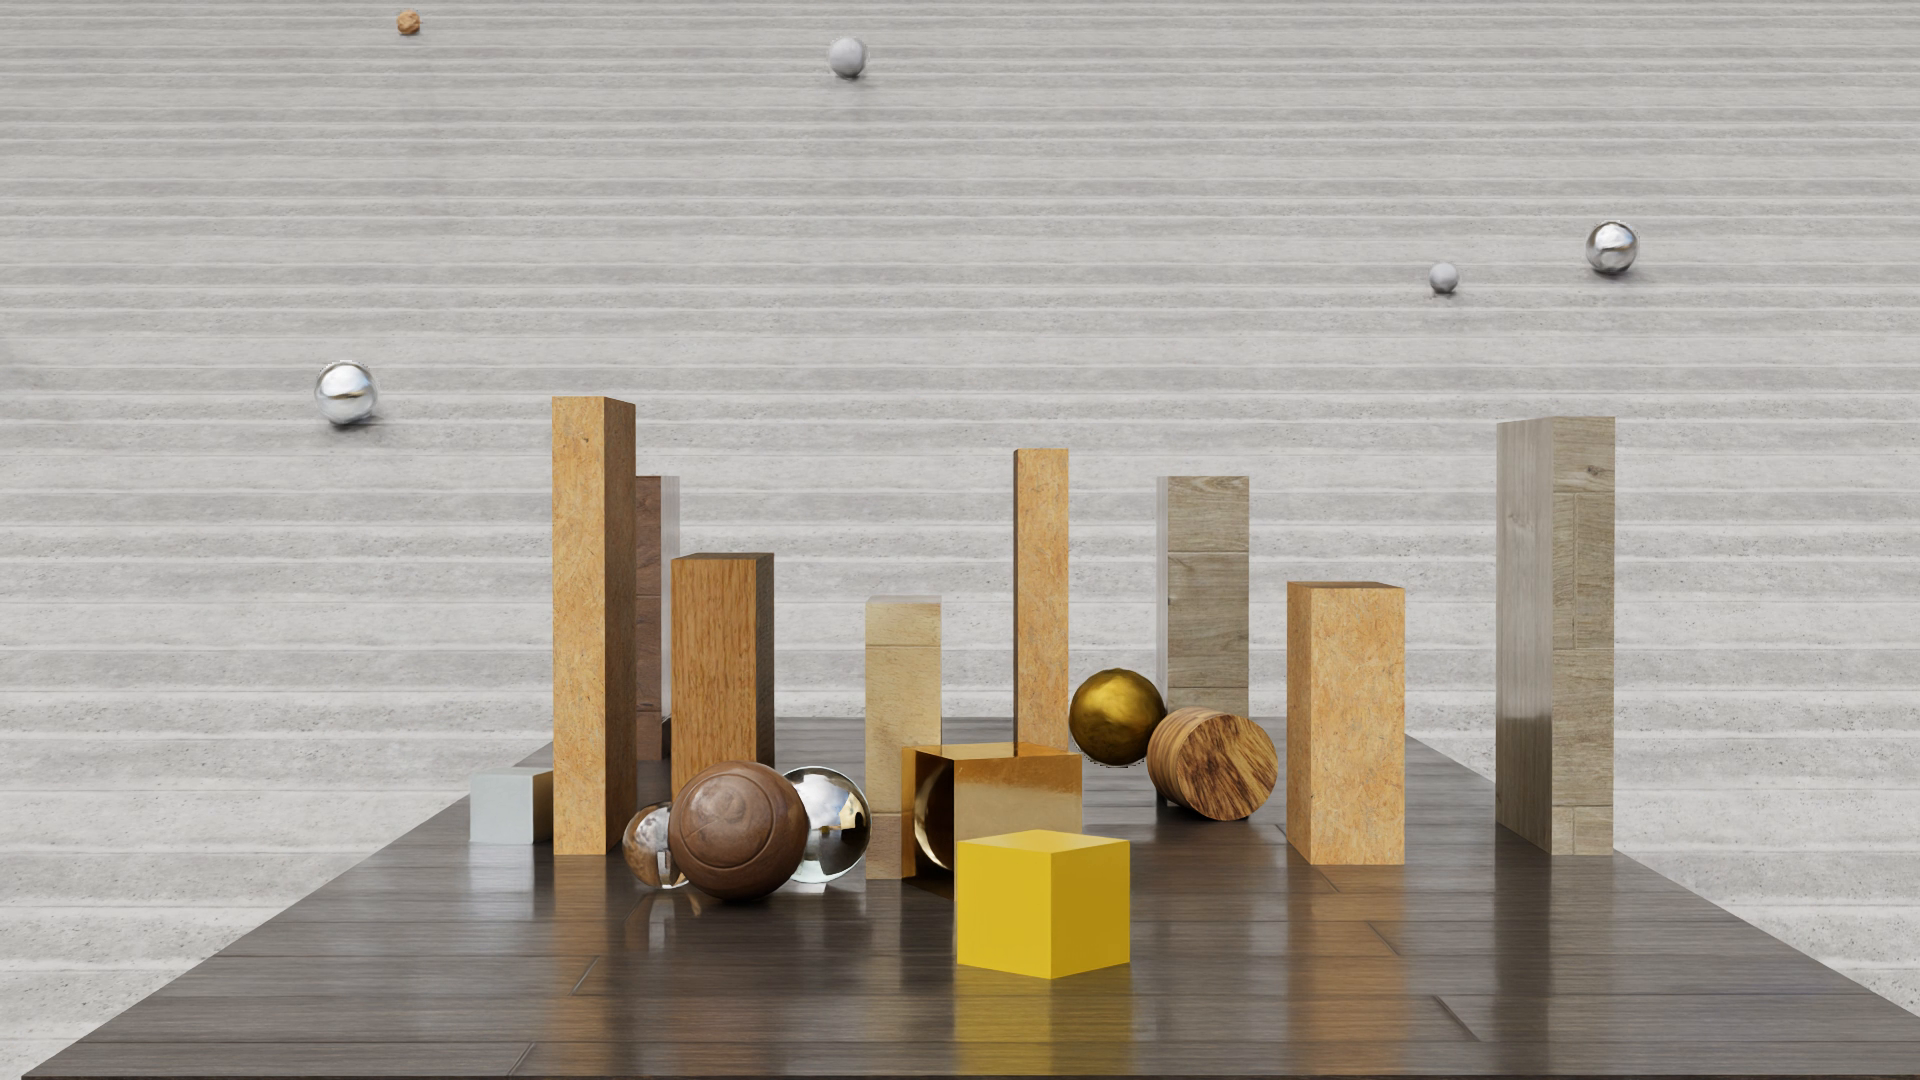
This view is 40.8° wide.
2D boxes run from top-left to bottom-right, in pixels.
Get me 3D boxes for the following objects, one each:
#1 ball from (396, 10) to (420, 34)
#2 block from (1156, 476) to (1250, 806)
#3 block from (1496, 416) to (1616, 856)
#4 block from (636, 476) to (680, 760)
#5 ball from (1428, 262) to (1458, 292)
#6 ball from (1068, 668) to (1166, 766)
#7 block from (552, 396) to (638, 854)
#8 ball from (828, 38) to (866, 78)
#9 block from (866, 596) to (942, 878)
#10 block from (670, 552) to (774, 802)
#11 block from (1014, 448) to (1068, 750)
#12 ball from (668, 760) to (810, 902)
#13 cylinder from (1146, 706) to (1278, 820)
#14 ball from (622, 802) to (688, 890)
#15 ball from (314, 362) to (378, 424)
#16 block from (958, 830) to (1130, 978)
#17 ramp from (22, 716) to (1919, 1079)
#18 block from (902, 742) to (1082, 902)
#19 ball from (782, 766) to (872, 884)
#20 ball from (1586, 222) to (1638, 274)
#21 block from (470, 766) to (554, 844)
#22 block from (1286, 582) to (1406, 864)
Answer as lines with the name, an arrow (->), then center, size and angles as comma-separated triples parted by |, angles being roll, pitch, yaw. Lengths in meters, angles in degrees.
ball -> -2.699, -2.532, 12.629 | 0.117, 0.117, 0.117 | 0, 27, 0
block -> 0.455, 0.183, 4.866 | 0.149, 0.606, 0.270 | 0, 1, 0
block -> 0.991, 0.148, 4.318 | 0.098, 0.698, 0.431 | 0, 1, 0
block -> -0.699, 0.163, 5.719 | 0.117, 0.611, 0.374 | 0, 1, 0
ball -> 1.779, -0.965, 9.494 | 0.111, 0.111, 0.111 | 0, 27, 0
ball -> 0.291, 0.327, 4.775 | 0.180, 0.180, 0.180 | 0, 27, 0
block -> -0.608, 0.133, 4.318 | 0.083, 0.731, 0.407 | 0, 1, 0
ball -> -0.522, -2.237, 11.966 | 0.180, 0.180, 0.180 | 0, 27, 0
block -> -0.085, 0.298, 4.006 | 0.113, 0.413, 0.290 | 0, 1, 0
block -> -0.366, 0.265, 4.026 | 0.126, 0.480, 0.386 | 0, 1, 0
block -> 0.154, 0.155, 4.982 | 0.094, 0.657, 0.401 | 0, 1, 0
ball -> -0.314, 0.412, 3.662 | 0.200, 0.200, 0.200 | 0, 27, 0
cylinder -> 0.450, 0.398, 4.624 | 0.186, 0.186, 0.186 | -6, 3, -12
ball -> -0.430, 0.446, 3.773 | 0.127, 0.127, 0.127 | 0, 27, 0
ball -> -2.000, -0.477, 8.412 | 0.203, 0.203, 0.203 | 0, 27, 0
block -> 0.103, 0.446, 3.185 | 0.151, 0.151, 0.151 | 1, 2, 42
ramp -> 0.060, 0.543, 4.579 | 2.000, 0.100, 4.000 | 0, 1, 0
block -> 0.045, 0.409, 3.785 | 0.201, 0.201, 0.201 | -1, 1, -23
ball -> -0.217, 0.422, 3.822 | 0.173, 0.173, 0.173 | 0, 27, 0
ball -> 2.439, -1.093, 9.656 | 0.193, 0.193, 0.193 | 0, 27, 0
block -> -0.743, 0.442, 4.316 | 0.112, 0.112, 0.112 | 0, 1, 15
block -> 0.617, 0.286, 4.152 | 0.145, 0.429, 0.295 | 0, 1, 0
